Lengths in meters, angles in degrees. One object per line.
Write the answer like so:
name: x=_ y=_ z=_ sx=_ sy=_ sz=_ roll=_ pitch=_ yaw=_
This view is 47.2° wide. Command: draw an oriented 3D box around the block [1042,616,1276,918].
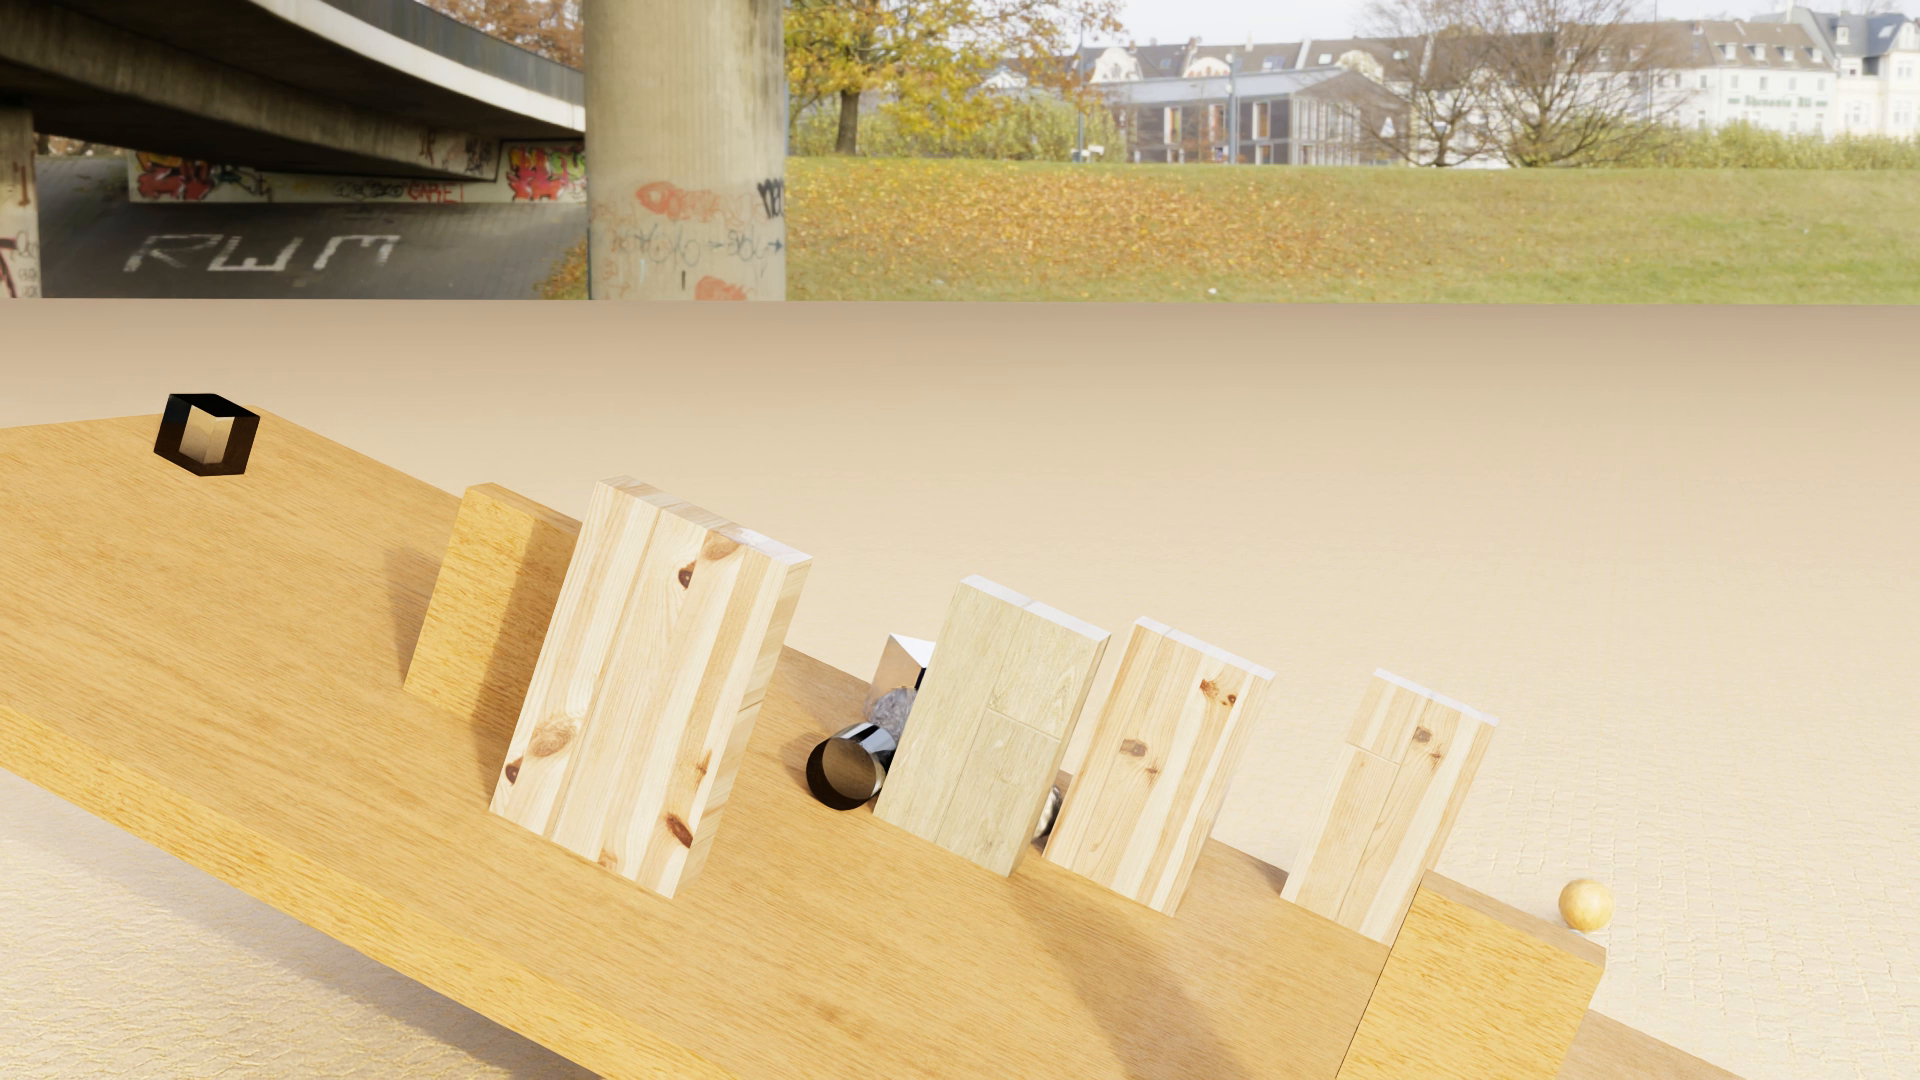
block: x=0.399 y=0.456 z=4.434 sx=0.292 sy=0.527 sz=0.093 roll=23 pitch=13 yaw=13

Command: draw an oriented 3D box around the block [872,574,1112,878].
block: x=0.061 y=0.364 z=4.331 sx=0.299 sy=0.510 sz=0.107 roll=23 pitch=13 yaw=13

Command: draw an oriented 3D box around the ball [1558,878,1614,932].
ball: x=1.769 y=1.029 z=6.210 sx=0.151 sy=0.151 sz=0.151 roll=0 pitch=7 yaw=0

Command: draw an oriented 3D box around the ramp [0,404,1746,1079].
ramp: x=-0.323 y=0.584 z=4.205 sx=4.000 sy=0.100 sz=2.000 roll=23 pitch=13 yaw=13

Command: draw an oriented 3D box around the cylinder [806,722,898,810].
cylinder: x=-0.212 y=0.450 z=4.379 sx=0.147 sy=0.147 sz=0.147 roll=2 pitch=7 yaw=16

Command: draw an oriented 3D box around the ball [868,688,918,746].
ball: x=-0.117 y=0.393 z=4.640 sx=0.160 sy=0.160 sz=0.160 roll=0 pitch=7 yaw=0

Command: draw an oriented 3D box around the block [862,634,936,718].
block: x=-0.070 y=0.351 z=4.915 sx=0.194 sy=0.194 sz=0.194 roll=14 pitch=14 yaw=-28

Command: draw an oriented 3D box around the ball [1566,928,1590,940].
ball: x=1.596 y=1.089 z=5.764 sx=0.137 sy=0.137 sz=0.137 roll=0 pitch=7 yaw=0

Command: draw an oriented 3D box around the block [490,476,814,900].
block: x=-0.522 y=0.244 z=3.690 sx=0.361 sy=0.609 sz=0.110 roll=23 pitch=13 yaw=13

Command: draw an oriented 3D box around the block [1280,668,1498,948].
block: x=0.919 y=0.577 z=4.720 sx=0.274 sy=0.534 sz=0.090 roll=23 pitch=13 yaw=13

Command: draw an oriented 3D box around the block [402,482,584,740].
block: x=-0.836 y=0.140 z=4.098 sx=0.283 sy=0.412 sz=0.095 roll=23 pitch=13 yaw=13

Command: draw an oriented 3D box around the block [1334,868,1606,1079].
block: x=0.665 y=0.809 z=3.125 sx=0.267 sy=0.621 sz=0.098 roll=23 pitch=13 yaw=13

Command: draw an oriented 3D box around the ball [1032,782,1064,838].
ball: x=0.149 y=0.550 z=4.548 sx=0.136 sy=0.136 sz=0.136 roll=0 pitch=7 yaw=0

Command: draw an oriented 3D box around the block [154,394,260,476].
block: x=-1.703 y=-0.239 z=4.974 sx=0.143 sy=0.143 sz=0.143 roll=25 pitch=13 yaw=20
